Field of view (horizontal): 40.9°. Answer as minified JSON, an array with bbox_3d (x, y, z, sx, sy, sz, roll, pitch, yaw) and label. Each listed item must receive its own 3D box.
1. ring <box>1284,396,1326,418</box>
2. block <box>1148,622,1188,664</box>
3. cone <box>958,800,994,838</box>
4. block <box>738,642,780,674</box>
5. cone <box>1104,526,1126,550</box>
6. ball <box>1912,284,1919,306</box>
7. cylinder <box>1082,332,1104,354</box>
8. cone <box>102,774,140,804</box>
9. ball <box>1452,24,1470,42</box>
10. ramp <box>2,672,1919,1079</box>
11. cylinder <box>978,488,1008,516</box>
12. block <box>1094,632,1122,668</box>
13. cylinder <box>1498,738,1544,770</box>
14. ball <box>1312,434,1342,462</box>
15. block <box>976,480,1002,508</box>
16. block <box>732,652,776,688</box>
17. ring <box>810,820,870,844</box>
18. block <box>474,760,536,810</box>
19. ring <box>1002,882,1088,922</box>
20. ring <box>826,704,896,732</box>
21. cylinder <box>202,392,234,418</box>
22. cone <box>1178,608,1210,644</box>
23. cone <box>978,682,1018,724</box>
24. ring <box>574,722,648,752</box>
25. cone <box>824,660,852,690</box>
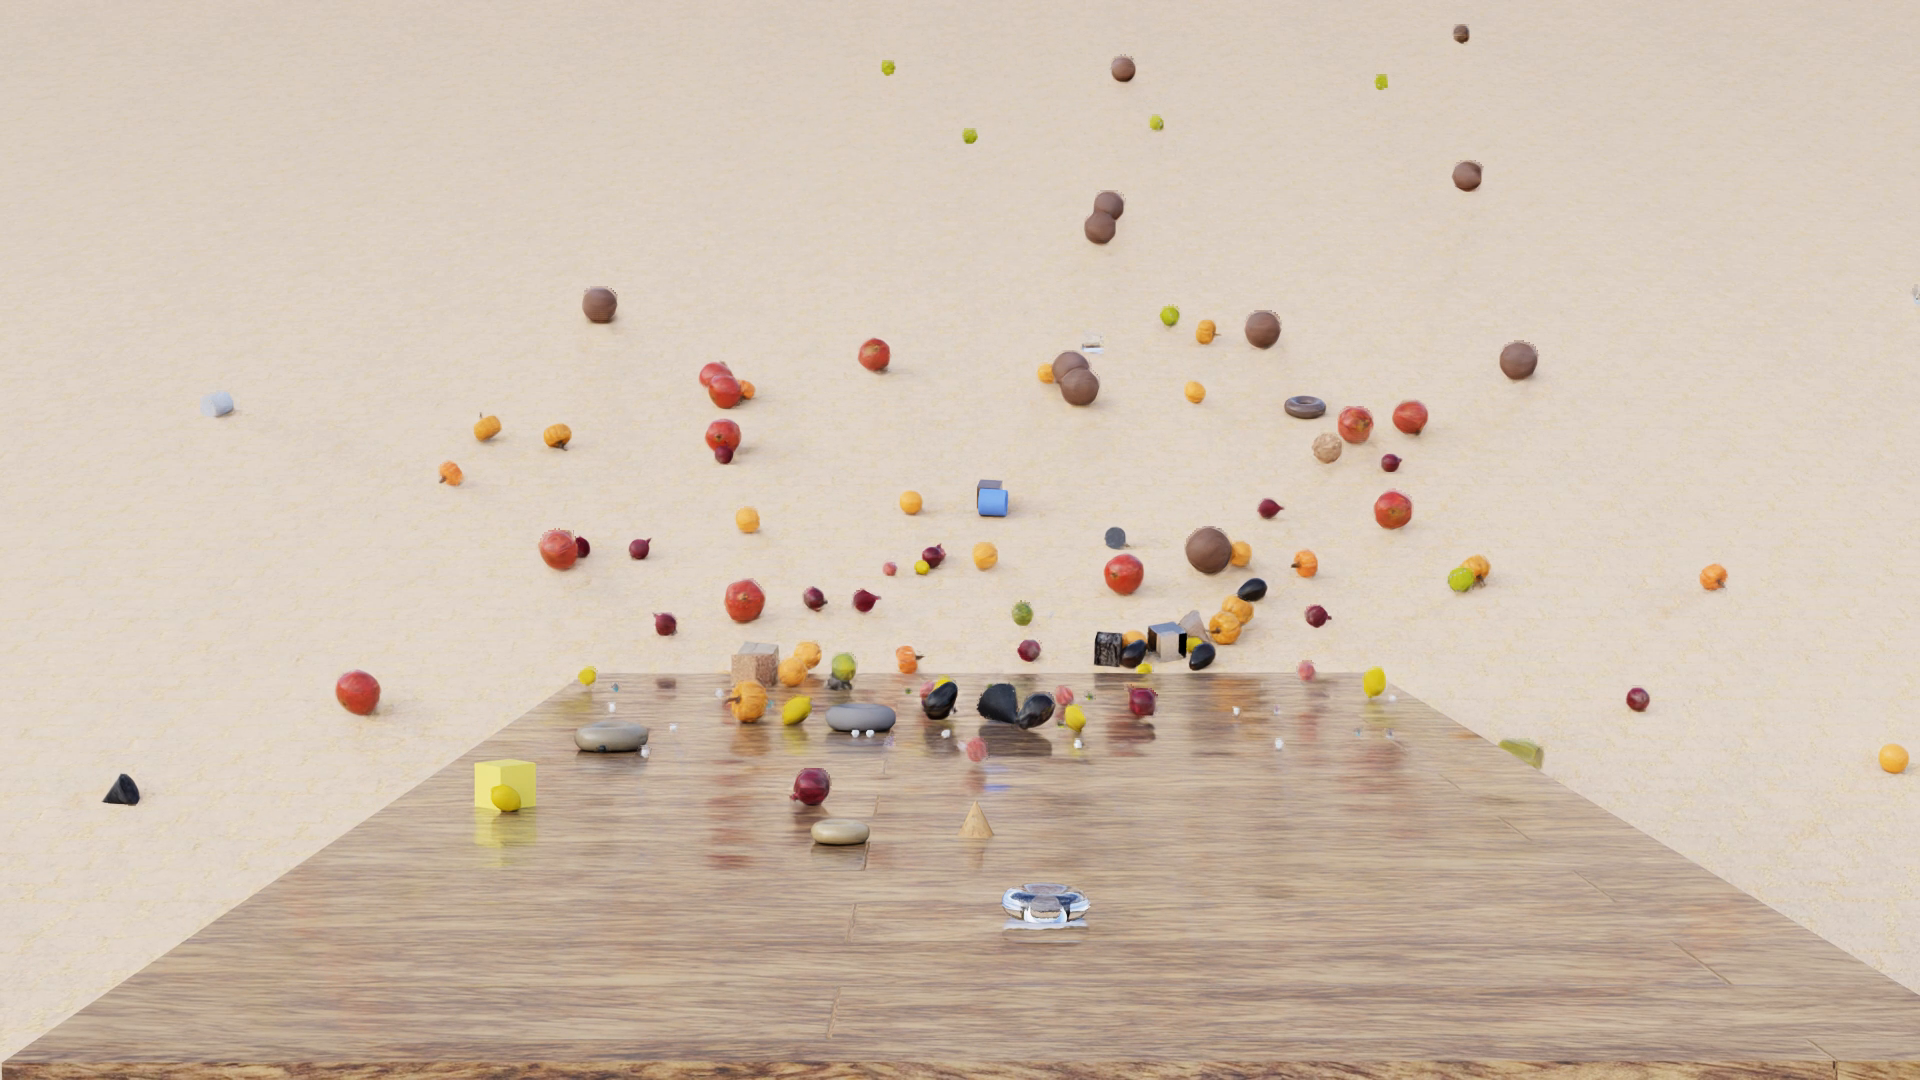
[{"bbox_3d":[1.150,-0.444,8.576,0.141,0.047,0.141,0,21,0],"label":"ring"},{"bbox_3d":[0.550,0.272,6.832,0.077,0.077,0.077,-9,24,-21],"label":"block"},{"bbox_3d":[0.024,0.424,3.941,0.056,0.056,0.056,0,3,0],"label":"cone"},{"bbox_3d":[-0.526,0.327,6.682,0.090,0.090,0.090,5,23,11],"label":"block"},{"bbox_3d":[0.465,-0.002,7.546,0.066,0.066,0.066,9,-3,21],"label":"cone"},{"bbox_3d":[3.620,-0.916,9.636,0.097,0.097,0.097,0,23,0],"label":"ball"},{"bbox_3d":[0.475,-0.702,9.158,0.071,0.071,0.071,5,23,7],"label":"cylinder"},{"bbox_3d":[-2.001,0.604,6.095,0.078,0.078,0.078,-25,22,8],"label":"cone"},{"bbox_3d":[2.733,-2.758,14.024,0.097,0.097,0.097,0,23,0],"label":"ball"},{"bbox_3d":[0.053,0.476,4.536,2.000,0.100,4.000,0,3,0],"label":"ramp"},{"bbox_3d":[0.100,-0.113,7.745,0.080,0.080,0.080,3,23,8],"label":"cylinder"},{"bbox_3d":[0.392,0.289,6.803,0.068,0.068,0.068,4,23,9],"label":"block"},{"bbox_3d":[1.343,0.532,6.194,0.091,0.091,0.091,14,26,29],"label":"cylinder"},{"bbox_3d":[1.164,-0.292,8.151,0.094,0.094,0.094,0,23,0],"label":"ball"},{"bbox_3d":[0.090,-0.138,7.818,0.069,0.069,0.069,3,23,8],"label":"block"},{"bbox_3d":[-0.499,0.314,6.208,0.076,0.076,0.076,2,3,35],"label":"block"},{"bbox_3d":[-0.181,0.440,3.879,0.090,0.030,0.090,1,2,0],"label":"ring"},{"bbox_3d":[-0.750,0.403,4.247,0.071,0.071,0.071,2,4,44],"label":"block"},{"bbox_3d":[0.109,0.463,3.283,0.112,0.037,0.112,1,3,0],"label":"ring"},{"bbox_3d":[-0.205,0.367,5.321,0.146,0.049,0.146,1,2,0],"label":"ring"},{"bbox_3d":[-2.468,-0.450,8.555,0.073,0.073,0.073,17,28,35],"label":"cylinder"},{"bbox_3d":[0.641,0.251,6.925,0.094,0.094,0.094,43,41,21],"label":"cone"},{"bbox_3d":[0.100,0.365,5.434,0.093,0.093,0.093,-11,34,-25],"label":"cone"},{"bbox_3d":[-0.677,0.382,5.001,0.143,0.048,0.143,-1,3,0],"label":"ring"},{"bbox_3d":[-0.290,0.319,6.145,0.070,0.070,0.070,0,2,0],"label":"cone"}]
